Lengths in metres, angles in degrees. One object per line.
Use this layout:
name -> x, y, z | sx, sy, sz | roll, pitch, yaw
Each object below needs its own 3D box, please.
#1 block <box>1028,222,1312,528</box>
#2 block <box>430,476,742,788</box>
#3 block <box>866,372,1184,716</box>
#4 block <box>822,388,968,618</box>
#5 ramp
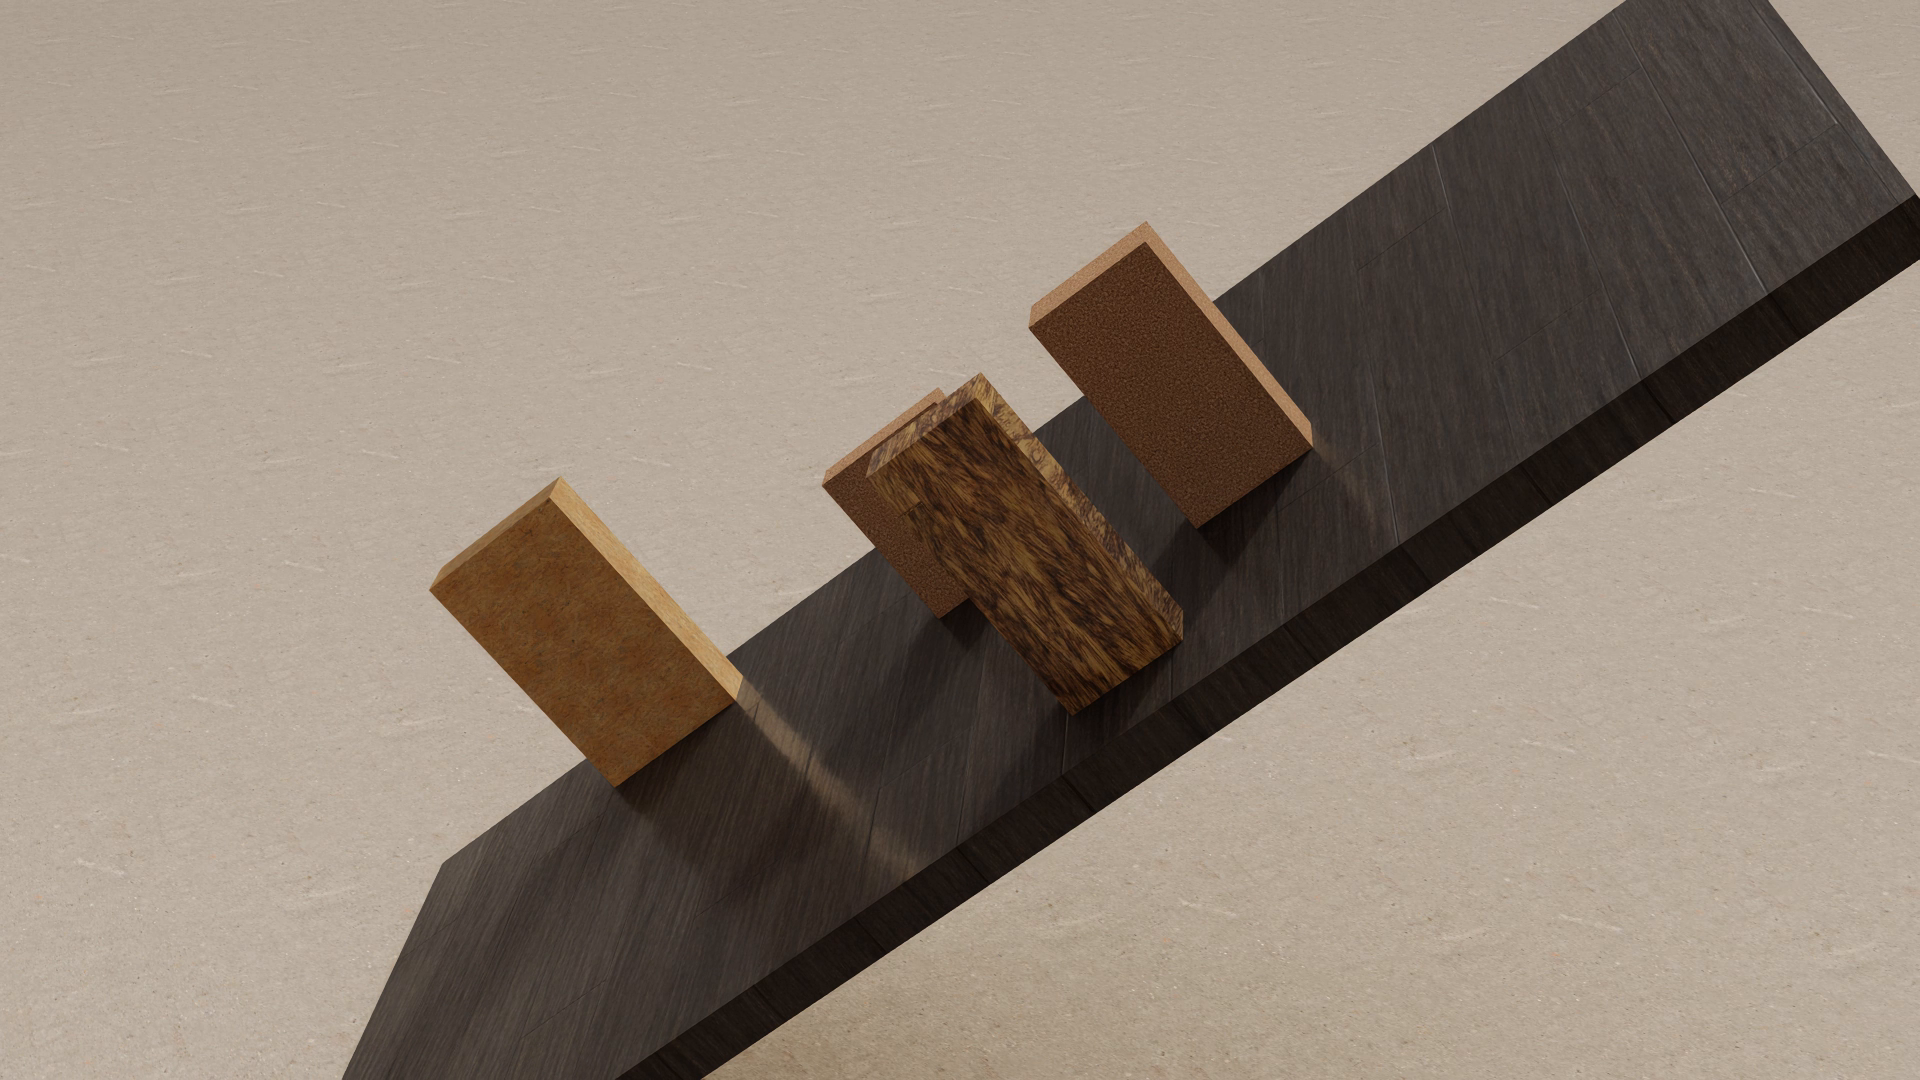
block -> 0.419, -0.324, 5.829 | 0.289, 0.538, 0.132 | -36, 16, 18
block -> -0.910, 0.229, 7.196 | 0.400, 0.678, 0.134 | -36, 16, 18
block -> 0.125, 0.011, 5.480 | 0.262, 0.610, 0.130 | -36, 16, 18
block -> -0.048, -0.079, 6.508 | 0.324, 0.407, 0.089 | -36, 16, 18
ramp -> 0.121, 0.185, 6.339 | 4.000, 0.100, 2.000 | -36, 16, 18
